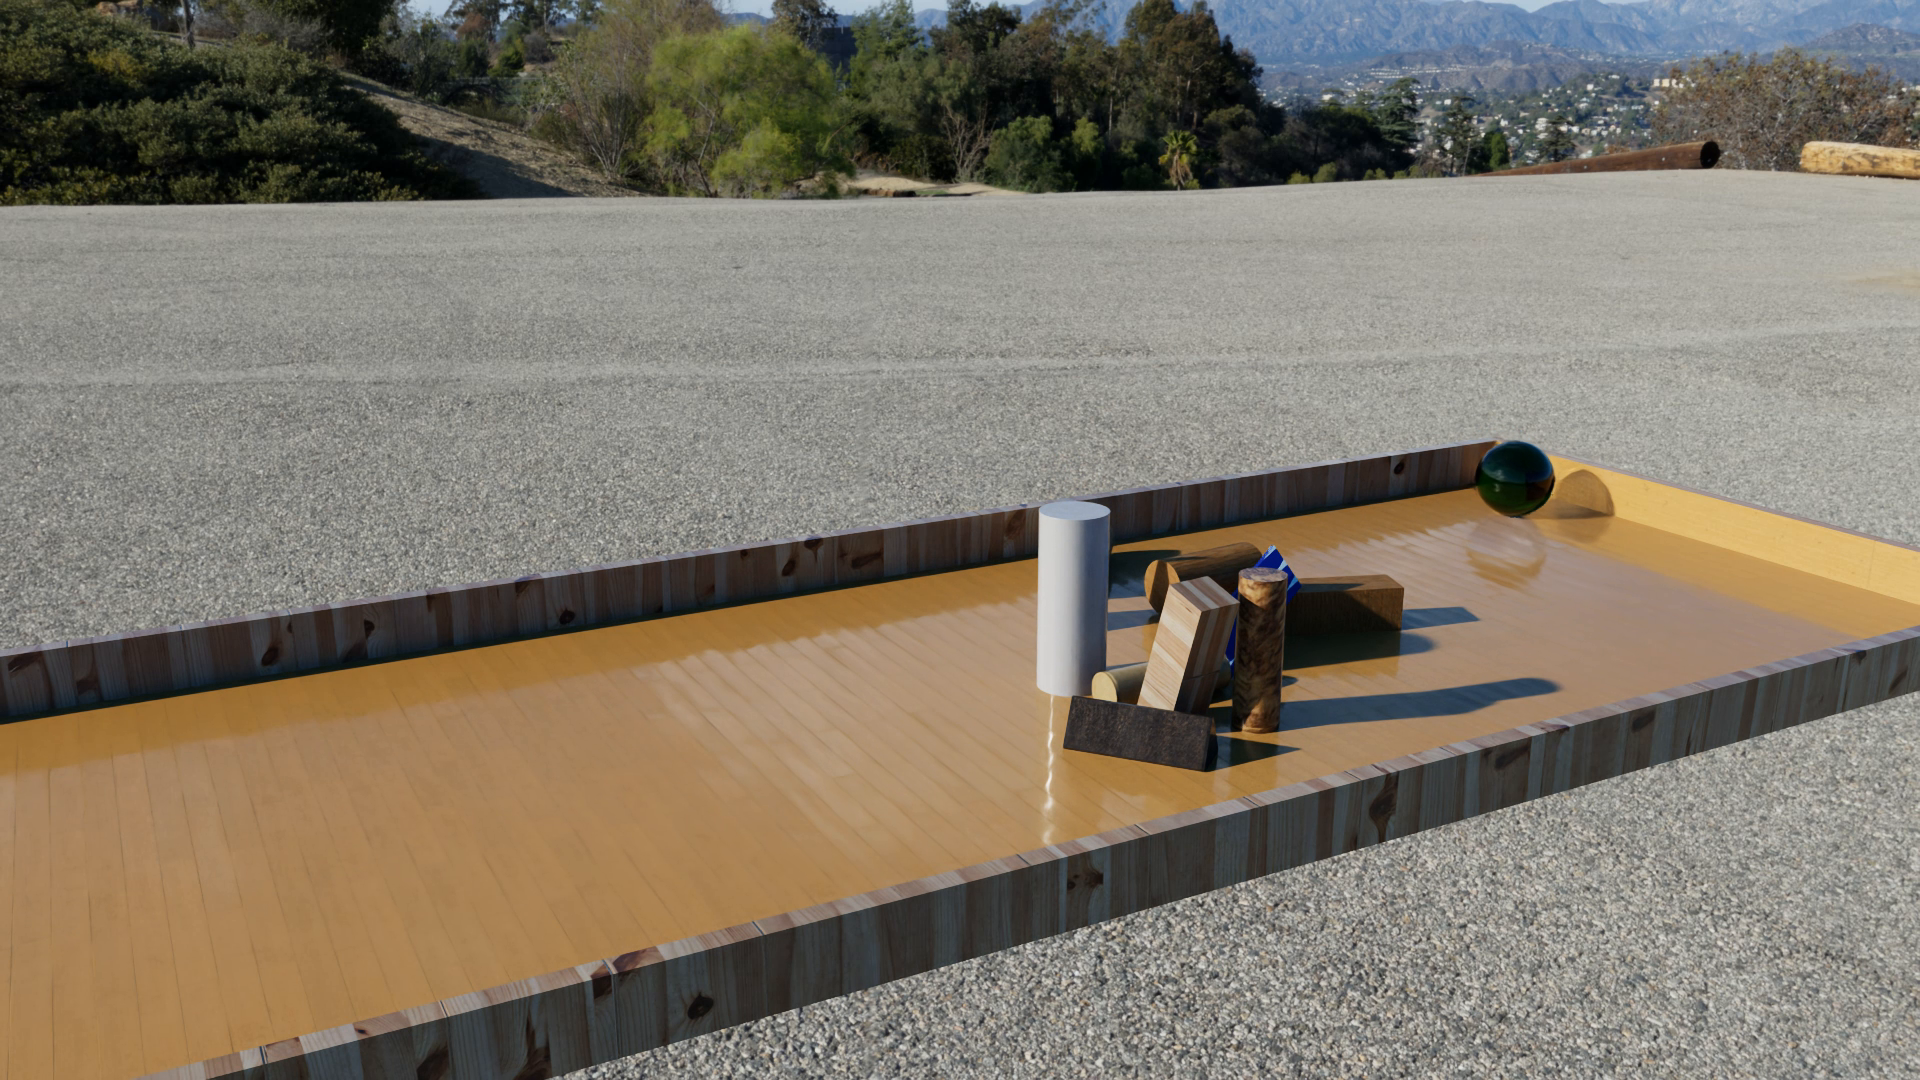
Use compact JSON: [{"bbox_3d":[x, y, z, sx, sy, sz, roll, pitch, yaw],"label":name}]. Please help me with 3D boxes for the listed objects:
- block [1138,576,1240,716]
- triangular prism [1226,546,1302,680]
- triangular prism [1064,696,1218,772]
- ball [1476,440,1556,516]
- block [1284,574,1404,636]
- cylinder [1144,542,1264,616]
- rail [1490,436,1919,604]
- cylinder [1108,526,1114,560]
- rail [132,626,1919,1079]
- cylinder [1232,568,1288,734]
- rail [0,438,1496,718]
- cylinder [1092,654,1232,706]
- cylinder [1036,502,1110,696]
[{"bbox_3d":[0.520,0.269,3.786,0.115,0.351,0.115,-11,36,-32],"label":"block"},{"bbox_3d":[0.729,0.176,4.288,0.140,0.121,0.413,12,40,35],"label":"triangular prism"},{"bbox_3d":[0.408,0.423,3.718,0.328,0.105,0.121,7,18,22],"label":"triangular prism"},{"bbox_3d":[1.888,-0.210,5.612,0.258,0.258,0.258,0,16,0],"label":"ball"},{"bbox_3d":[1.001,0.180,4.525,0.396,0.123,0.123,-2,17,-8],"label":"block"},{"bbox_3d":[0.700,0.110,4.693,0.320,0.161,0.161,-11,19,-32],"label":"cylinder"},{"bbox_3d":[2.466,-0.048,5.253,0.050,0.150,2.100,-9,18,-27],"label":"rail"},{"bbox_3d":[0.378,0.049,4.944,0.137,0.137,0.415,3,17,10],"label":"cylinder"},{"bbox_3d":[-2.336,1.006,1.665,12.000,0.150,0.050,-9,18,-27],"label":"rail"},{"bbox_3d":[0.694,0.256,3.825,0.112,0.371,0.112,0,16,0],"label":"cylinder"},{"bbox_3d":[-3.305,0.497,3.399,12.000,0.150,0.050,-9,18,-27],"label":"rail"},{"bbox_3d":[0.491,0.342,4.006,0.342,0.104,0.104,-9,19,-29],"label":"cylinder"},{"bbox_3d":[0.278,0.144,4.064,0.173,0.451,0.173,0,16,0],"label":"cylinder"}]
